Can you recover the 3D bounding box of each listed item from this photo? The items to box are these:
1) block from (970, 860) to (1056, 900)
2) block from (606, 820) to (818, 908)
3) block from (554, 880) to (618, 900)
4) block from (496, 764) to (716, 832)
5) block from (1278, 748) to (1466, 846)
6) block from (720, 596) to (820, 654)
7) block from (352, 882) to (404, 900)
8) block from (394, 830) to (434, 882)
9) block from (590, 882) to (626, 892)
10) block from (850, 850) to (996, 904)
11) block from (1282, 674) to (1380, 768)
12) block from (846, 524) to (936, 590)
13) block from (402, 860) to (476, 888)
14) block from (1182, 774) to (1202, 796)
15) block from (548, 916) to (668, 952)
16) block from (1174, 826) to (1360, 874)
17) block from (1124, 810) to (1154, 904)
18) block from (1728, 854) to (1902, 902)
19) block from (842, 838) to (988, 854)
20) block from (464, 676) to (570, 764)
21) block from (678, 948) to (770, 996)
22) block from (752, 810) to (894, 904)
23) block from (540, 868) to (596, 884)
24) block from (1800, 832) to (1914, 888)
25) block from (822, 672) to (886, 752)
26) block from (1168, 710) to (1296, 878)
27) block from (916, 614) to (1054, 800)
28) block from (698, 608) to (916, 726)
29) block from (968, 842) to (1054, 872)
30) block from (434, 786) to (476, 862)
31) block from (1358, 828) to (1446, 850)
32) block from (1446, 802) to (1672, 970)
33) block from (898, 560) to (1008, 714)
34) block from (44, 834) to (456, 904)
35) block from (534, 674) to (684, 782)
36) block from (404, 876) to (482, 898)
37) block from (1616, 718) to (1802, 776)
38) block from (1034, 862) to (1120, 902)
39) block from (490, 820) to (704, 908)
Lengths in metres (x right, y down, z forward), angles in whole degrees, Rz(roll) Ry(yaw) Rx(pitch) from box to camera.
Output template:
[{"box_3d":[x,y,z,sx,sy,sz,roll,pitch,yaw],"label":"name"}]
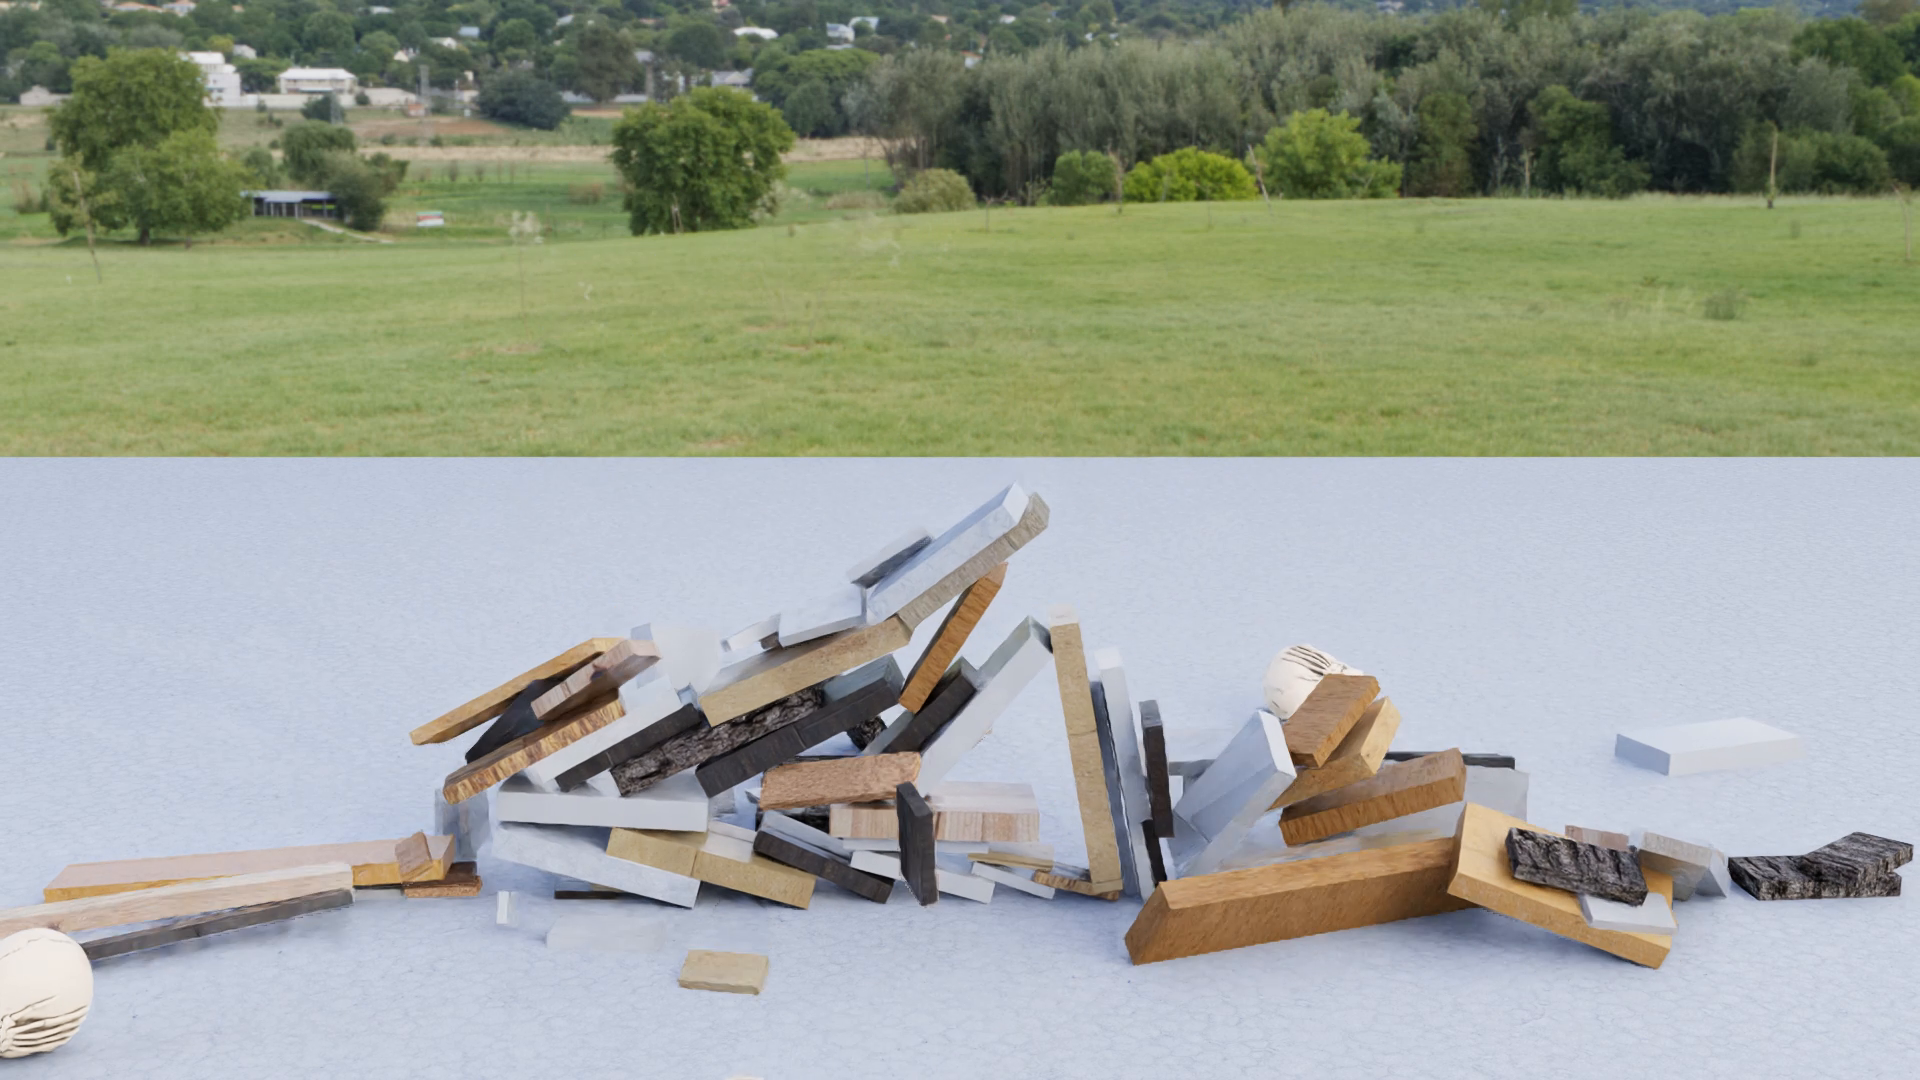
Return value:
[{"box_3d":[0.089,0.557,3.668,0.141,0.020,0.071,19,10,-2],"label":"block"},{"box_3d":[-0.403,0.520,3.665,0.341,0.048,0.171,15,10,0],"label":"block"},{"box_3d":[-0.621,0.583,3.665,0.102,0.014,0.051,0,11,0],"label":"block"},{"box_3d":[-0.583,0.427,3.656,0.341,0.048,0.171,3,9,-1],"label":"block"},{"box_3d":[0.685,0.426,3.649,0.299,0.042,0.149,-18,8,18],"label":"block"},{"box_3d":[-0.316,0.142,3.688,0.170,0.024,0.085,-26,3,-15],"label":"block"},{"box_3d":[-0.987,0.582,3.669,0.117,0.017,0.059,0,11,-2],"label":"block"},{"box_3d":[-0.852,0.493,3.427,0.049,0.014,0.099,-31,28,-7],"label":"block"},{"box_3d":[-0.562,0.570,3.662,0.102,0.014,0.051,4,11,-6],"label":"block"},{"box_3d":[-0.061,0.541,3.671,0.239,0.034,0.119,15,10,-2],"label":"block"},{"box_3d":[0.590,0.291,3.571,0.099,0.028,0.198,1,36,47],"label":"block"},{"box_3d":[-0.110,0.030,3.582,0.146,0.021,0.073,-32,-19,6],"label":"block"},{"box_3d":[-0.871,0.559,3.678,0.117,0.017,0.059,-5,11,-6],"label":"block"},{"box_3d":[0.399,0.460,3.673,0.019,0.137,0.068,10,-8,-38],"label":"block"},{"box_3d":[-0.553,0.618,3.454,0.172,0.024,0.086,1,11,4],"label":"block"},{"box_3d":[0.509,0.528,3.668,0.299,0.042,0.149,-13,10,2],"label":"block"},{"box_3d":[0.297,0.521,3.635,0.021,0.145,0.072,-11,11,1],"label":"block"},{"box_3d":[1.436,0.566,3.701,0.244,0.035,0.122,-1,11,-5],"label":"block"},{"box_3d":[-0.075,0.482,3.657,0.239,0.034,0.119,2,11,-3],"label":"block"},{"box_3d":[-0.731,0.305,3.680,0.029,0.204,0.102,53,25,18],"label":"block"},{"box_3d":[-0.351,0.642,3.271,0.124,0.018,0.062,2,37,13],"label":"block"},{"box_3d":[-0.225,0.526,3.665,0.239,0.034,0.119,24,10,-4],"label":"block"},{"box_3d":[-0.641,0.544,3.637,0.102,0.014,0.051,13,10,-11],"label":"block"},{"box_3d":[1.508,0.536,3.695,0.200,0.028,0.100,-10,14,-42],"label":"block"},{"box_3d":[-0.196,0.367,4.390,0.049,0.174,0.348,-33,18,-9],"label":"block"},{"box_3d":[0.432,0.419,3.552,0.039,0.275,0.138,22,32,-23],"label":"block"},{"box_3d":[0.020,0.279,3.612,0.048,0.339,0.170,41,8,-7],"label":"block"},{"box_3d":[-0.244,0.193,3.596,0.351,0.050,0.176,-23,9,10],"label":"block"},{"box_3d":[0.085,0.522,3.664,0.141,0.020,0.071,8,11,2],"label":"block"},{"box_3d":[-0.874,0.492,3.811,0.020,0.139,0.070,11,15,39],"label":"block"},{"box_3d":[0.672,0.544,3.695,0.299,0.042,0.149,-7,10,2],"label":"block"},{"box_3d":[0.929,0.532,3.401,0.335,0.047,0.167,20,38,5],"label":"block"},{"box_3d":[-0.011,0.151,3.606,0.037,0.263,0.131,32,17,-3],"label":"block"},{"box_3d":[-1.177,0.553,3.667,0.643,0.036,0.127,-4,11,-3],"label":"block"},{"box_3d":[-0.581,0.308,3.616,0.254,0.036,0.127,-28,12,-7],"label":"block"},{"box_3d":[-0.863,0.580,3.676,0.117,0.017,0.059,-1,11,-3],"label":"block"},{"box_3d":[1.519,0.419,4.465,0.328,0.047,0.164,-4,11,-22],"label":"block"},{"box_3d":[0.194,0.565,3.663,0.141,0.020,0.071,13,10,0],"label":"block"},{"box_3d":[-0.593,0.520,3.663,0.341,0.048,0.171,15,10,-2],"label":"block"}]
